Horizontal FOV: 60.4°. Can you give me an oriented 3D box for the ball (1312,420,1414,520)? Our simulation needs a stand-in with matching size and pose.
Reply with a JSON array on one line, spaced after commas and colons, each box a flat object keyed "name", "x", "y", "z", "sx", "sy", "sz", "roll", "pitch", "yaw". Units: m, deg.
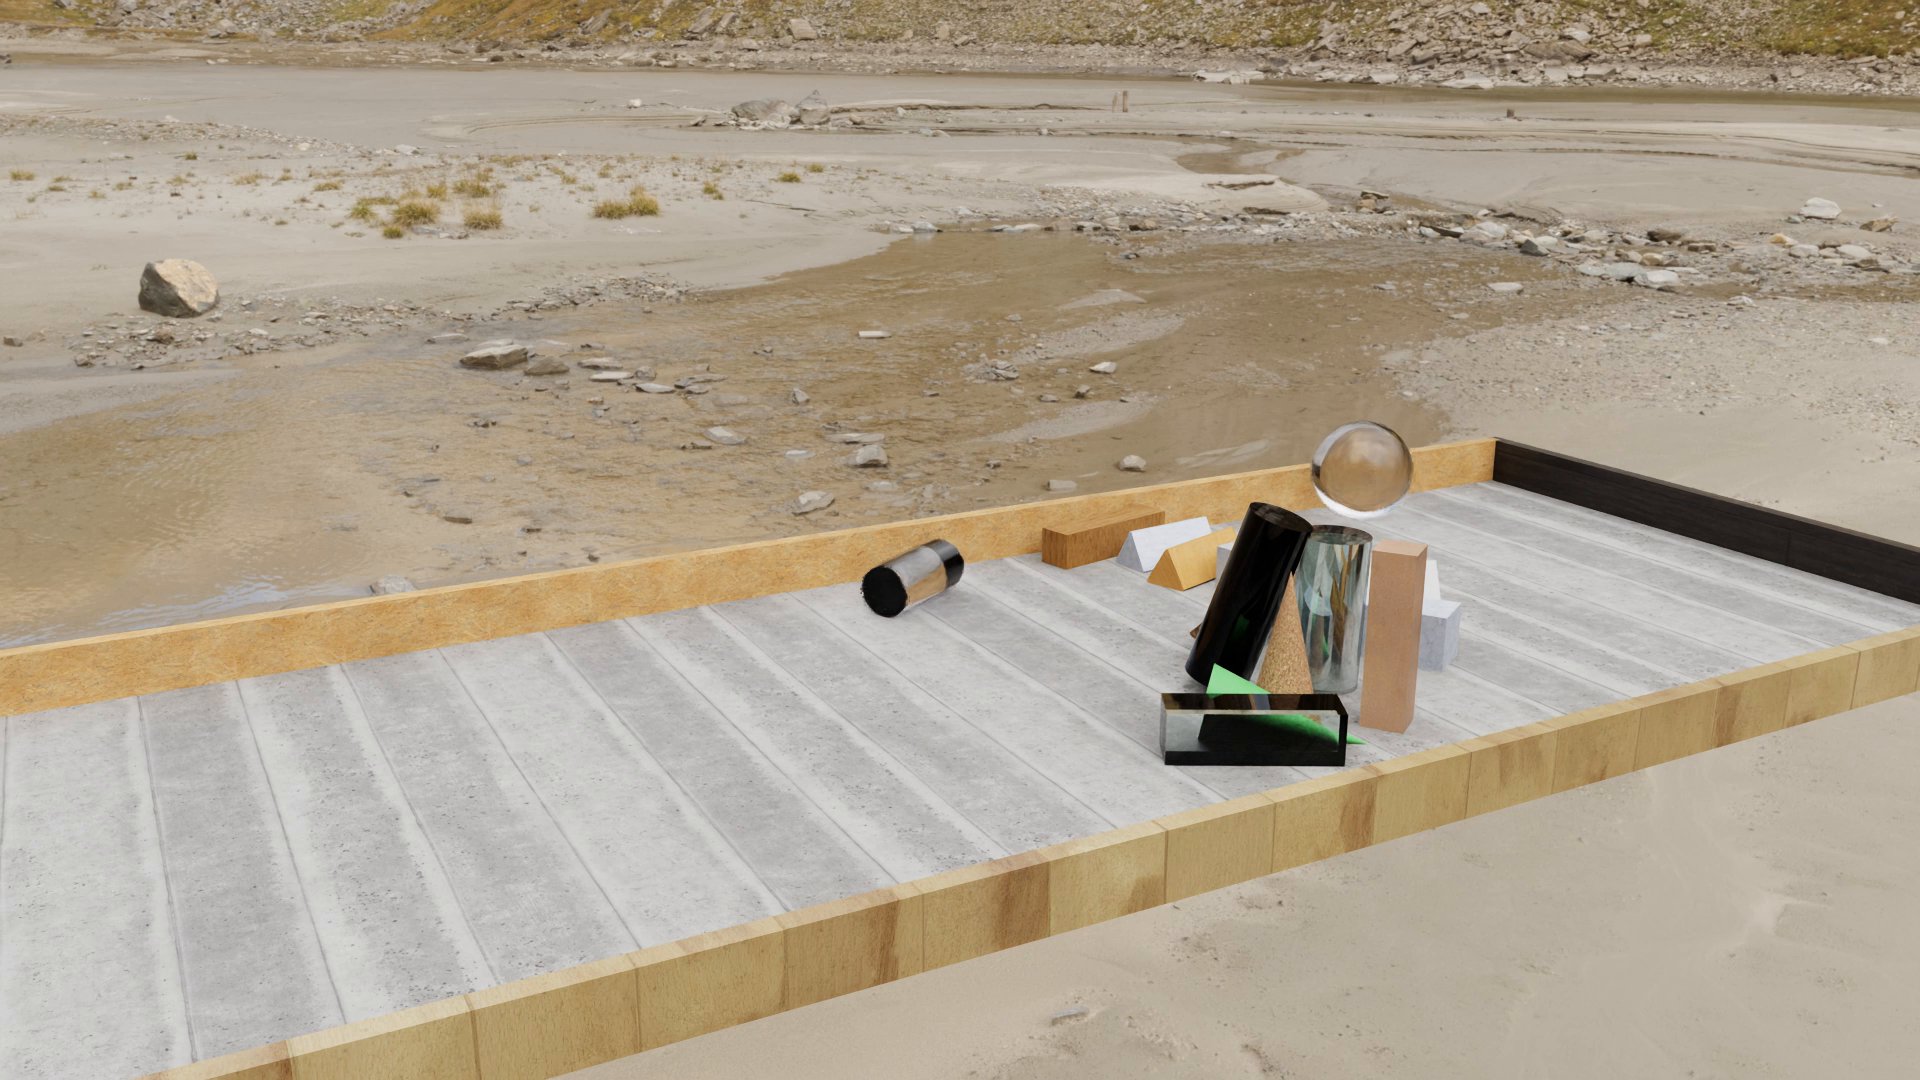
[{"name": "ball", "x": 1.356, "y": -0.236, "z": 5.563, "sx": 0.335, "sy": 0.335, "sz": 0.335, "roll": 0, "pitch": 16, "yaw": 0}]

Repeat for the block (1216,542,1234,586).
[{"name": "block", "x": 0.923, "y": 0.064, "z": 4.905, "sx": 0.337, "sy": 0.131, "sz": 0.131, "roll": -14, "pitch": 21, "yaw": -39}]

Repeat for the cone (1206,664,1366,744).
[{"name": "cone", "x": 0.751, "y": 0.416, "z": 3.795, "sx": 0.385, "sy": 0.164, "sz": 0.164, "roll": 16, "pitch": 19, "yaw": 9}]

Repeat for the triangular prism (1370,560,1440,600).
[{"name": "triangular prism", "x": 1.152, "y": 0.119, "z": 4.738, "sx": 0.434, "sy": 0.114, "sz": 0.132, "roll": -2, "pitch": 16, "yaw": -6}]

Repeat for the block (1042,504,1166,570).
[{"name": "block", "x": 0.455, "y": -0.013, "z": 5.202, "sx": 0.433, "sy": 0.110, "sz": 0.110, "roll": -13, "pitch": 21, "yaw": -38}]

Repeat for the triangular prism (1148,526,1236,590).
[{"name": "triangular prism", "x": 0.722, "y": 0.047, "z": 4.981, "sx": 0.132, "sy": 0.114, "sz": 0.336, "roll": 15, "pitch": 22, "yaw": 41}]

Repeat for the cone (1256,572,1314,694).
[{"name": "cone", "x": 0.769, "y": 0.245, "z": 3.877, "sx": 0.166, "sy": 0.363, "sz": 0.166, "roll": 0, "pitch": 16, "yaw": 0}]

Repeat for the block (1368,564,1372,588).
[{"name": "block", "x": 1.052, "y": 0.147, "z": 4.602, "sx": 0.378, "sy": 0.111, "sz": 0.111, "roll": -1, "pitch": 38, "yaw": -3}]

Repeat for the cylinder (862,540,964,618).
[{"name": "cylinder", "x": -0.132, "y": 0.107, "z": 4.728, "sx": 0.148, "sy": 0.148, "sz": 0.312, "roll": 9, "pitch": 19, "yaw": 29}]

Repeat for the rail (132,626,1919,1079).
[{"name": "rail", "x": -2.336, "y": 1.006, "z": 1.665, "sx": 12.000, "sy": 0.150, "sz": 0.050, "roll": -9, "pitch": 18, "yaw": -27}]

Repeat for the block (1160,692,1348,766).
[{"name": "block", "x": 0.653, "y": 0.424, "z": 3.692, "sx": 0.397, "sy": 0.123, "sz": 0.123, "roll": 0, "pitch": 16, "yaw": 1}]

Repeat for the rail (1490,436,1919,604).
[{"name": "rail", "x": 2.466, "y": -0.048, "z": 5.253, "sx": 0.050, "sy": 0.150, "sz": 2.100, "roll": -9, "pitch": 18, "yaw": -27}]

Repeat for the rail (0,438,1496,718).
[{"name": "rail", "x": -3.305, "y": 0.497, "z": 3.399, "sx": 12.000, "sy": 0.150, "sz": 0.050, "roll": -9, "pitch": 18, "yaw": -27}]

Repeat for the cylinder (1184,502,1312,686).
[{"name": "cylinder", "x": 0.702, "y": 0.143, "z": 4.027, "sx": 0.161, "sy": 0.446, "sz": 0.161, "roll": 16, "pitch": 20, "yaw": -6}]

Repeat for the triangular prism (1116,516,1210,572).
[{"name": "triangular prism", "x": 0.646, "y": 0.004, "z": 5.127, "sx": 0.307, "sy": 0.114, "sz": 0.131, "roll": -11, "pitch": 20, "yaw": -33}]

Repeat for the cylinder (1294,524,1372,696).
[{"name": "cylinder", "x": 0.910, "y": 0.172, "z": 4.076, "sx": 0.178, "sy": 0.386, "sz": 0.178, "roll": 2, "pitch": 16, "yaw": 0}]

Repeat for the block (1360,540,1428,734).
[{"name": "block", "x": 1.006, "y": 0.224, "z": 3.830, "sx": 0.103, "sy": 0.431, "sz": 0.103, "roll": 8, "pitch": 18, "yaw": 26}]

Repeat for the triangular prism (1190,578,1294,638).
[{"name": "triangular prism", "x": 0.808, "y": 0.161, "z": 4.398, "sx": 0.411, "sy": 0.106, "sz": 0.122, "roll": -26, "pitch": 46, "yaw": -30}]

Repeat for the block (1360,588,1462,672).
[{"name": "block", "x": 1.115, "y": 0.225, "z": 4.334, "sx": 0.353, "sy": 0.144, "sz": 0.144, "roll": 9, "pitch": 19, "yaw": 29}]
